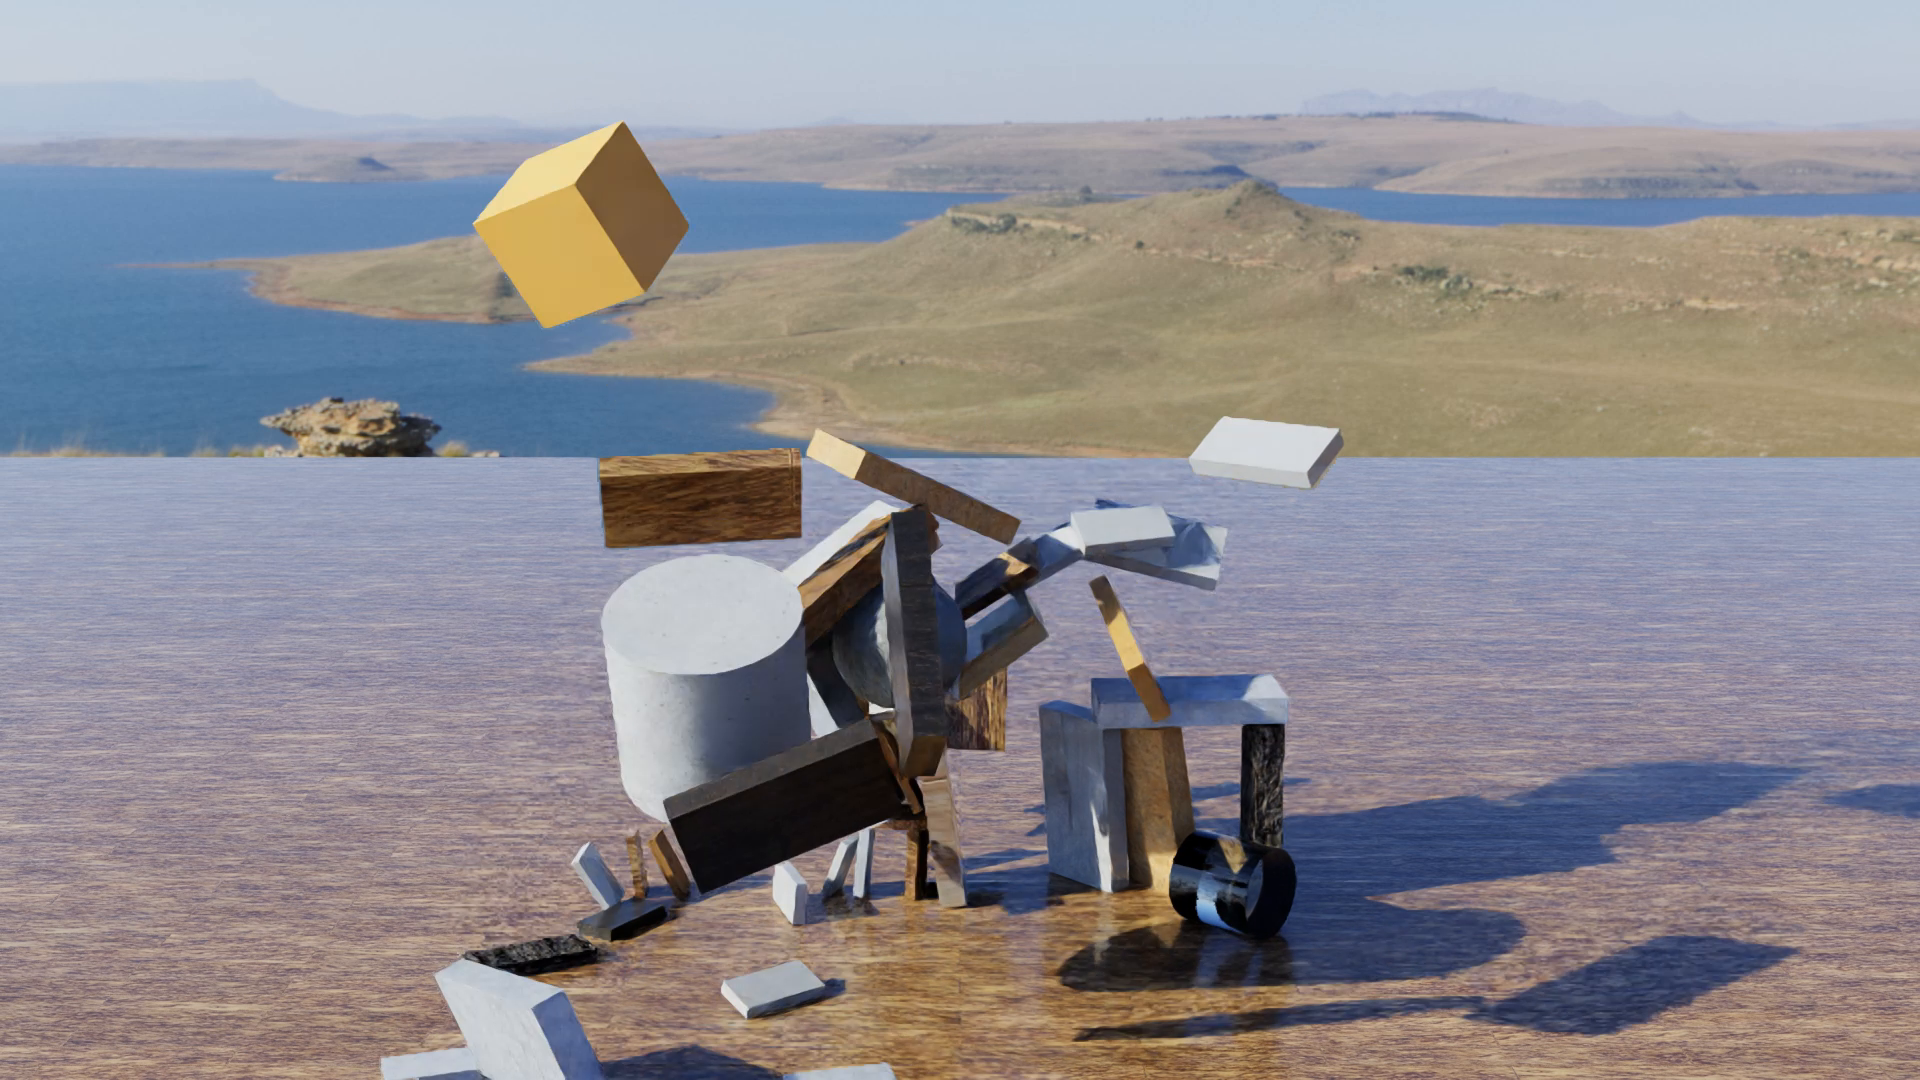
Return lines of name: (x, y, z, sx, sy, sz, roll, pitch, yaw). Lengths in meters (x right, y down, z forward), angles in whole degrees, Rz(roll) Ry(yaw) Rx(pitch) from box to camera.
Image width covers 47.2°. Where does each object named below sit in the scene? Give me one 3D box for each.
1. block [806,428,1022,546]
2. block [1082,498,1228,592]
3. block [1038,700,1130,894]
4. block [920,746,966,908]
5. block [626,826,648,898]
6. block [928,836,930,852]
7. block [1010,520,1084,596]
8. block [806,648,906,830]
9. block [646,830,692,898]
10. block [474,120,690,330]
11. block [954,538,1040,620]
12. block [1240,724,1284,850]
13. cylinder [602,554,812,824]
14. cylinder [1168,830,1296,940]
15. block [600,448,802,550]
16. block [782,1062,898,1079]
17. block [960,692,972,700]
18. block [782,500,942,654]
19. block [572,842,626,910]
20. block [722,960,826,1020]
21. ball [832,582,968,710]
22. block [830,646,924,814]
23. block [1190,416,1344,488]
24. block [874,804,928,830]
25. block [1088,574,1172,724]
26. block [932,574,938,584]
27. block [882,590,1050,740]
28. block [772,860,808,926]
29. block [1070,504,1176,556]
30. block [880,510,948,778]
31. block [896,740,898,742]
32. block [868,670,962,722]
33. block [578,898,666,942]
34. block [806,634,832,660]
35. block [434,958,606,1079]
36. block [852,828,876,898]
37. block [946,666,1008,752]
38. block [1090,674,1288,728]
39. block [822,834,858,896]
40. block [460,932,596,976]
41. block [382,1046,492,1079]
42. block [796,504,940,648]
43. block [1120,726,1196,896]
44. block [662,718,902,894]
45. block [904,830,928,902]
block: (-0.073, -0.084, 3.531, 0.324, 0.046, 0.162, 23, 3, -35)
block: (0.325, 0.007, 3.666, 0.224, 0.032, 0.112, 14, 51, 3)
block: (0.209, 0.430, 3.701, 0.042, 0.300, 0.150, -16, 18, -40)
block: (-0.033, 0.441, 3.642, 0.042, 0.300, 0.150, -8, 10, 1)
block: (-0.537, 0.537, 3.658, 0.015, 0.107, 0.054, -8, 11, 0)
block: (-0.044, 0.510, 3.794, 0.014, 0.050, 0.101, 35, 57, 2)
block: (0.144, 0.026, 3.649, 0.156, 0.022, 0.078, -30, 36, 17)
block: (-0.180, 0.310, 3.597, 0.040, 0.296, 0.141, -24, 10, 23)
block: (-0.484, 0.539, 3.661, 0.015, 0.107, 0.054, -25, 7, 10)
block: (-0.579, -0.484, 3.382, 0.198, 0.198, 0.198, -15, 32, 28)
block: (0.060, 0.065, 3.646, 0.156, 0.022, 0.078, -33, 31, 20)
block: (0.500, 0.438, 3.648, 0.043, 0.304, 0.152, 0, 10, -2)
cylinder: (-0.343, 0.207, 3.020, 0.268, 0.268, 0.268, -1, 35, 0)
cylinder: (0.434, 0.547, 3.502, 0.145, 0.145, 0.145, 9, 14, 40)
block: (-0.396, -0.063, 3.379, 0.302, 0.151, 0.043, -3, 45, -8)
block: (-0.126, 0.739, 2.759, 0.141, 0.040, 0.282, -3, 11, -15)
block: (-0.071, 0.195, 3.739, 0.107, 0.213, 0.030, -12, 38, 24)
block: (-0.202, 0.065, 3.583, 0.324, 0.046, 0.162, -38, 35, -21)
block: (-0.587, 0.550, 3.572, 0.015, 0.107, 0.054, -22, 20, 24)
block: (-0.273, 0.655, 3.211, 0.136, 0.019, 0.068, -9, 31, -39)
ball: (-0.095, 0.158, 3.436, 0.214, 0.214, 0.214, 0, 11, 0)
block: (-0.135, 0.301, 3.613, 0.016, 0.317, 0.058, -25, 6, 9)
block: (0.495, -0.143, 3.557, 0.224, 0.032, 0.112, 9, 46, 40)
block: (-0.117, 0.456, 3.633, 0.123, 0.017, 0.062, 2, 18, -4)
block: (0.275, 0.174, 3.576, 0.032, 0.112, 0.292, -27, 28, 5)
block: (-0.081, 0.088, 3.591, 0.095, 0.014, 0.048, -11, 53, -16)
block: (0.004, 0.204, 3.597, 0.300, 0.042, 0.150, -36, 15, 5)
block: (-0.277, 0.571, 3.579, 0.019, 0.068, 0.136, 3, 9, -19)
block: (0.267, -0.018, 3.608, 0.156, 0.022, 0.078, -6, 46, -15)
block: (-0.059, 0.132, 2.787, 0.043, 0.302, 0.151, -2, -25, -9)
block: (-0.169, 0.322, 3.877, 0.021, 0.072, 0.145, 16, 31, -50)
block: (-0.072, 0.239, 3.528, 0.154, 0.022, 0.077, -16, 46, 25)
block: (-0.541, 0.607, 3.524, 0.068, 0.019, 0.136, 6, 12, 31)
block: (-0.219, 0.154, 3.571, 0.145, 0.021, 0.072, -28, 18, -33)
block: (-0.546, 0.615, 2.731, 0.043, 0.151, 0.445, -27, 8, -27)
block: (-0.158, 0.526, 3.657, 0.017, 0.123, 0.062, 7, 6, 7)
block: (0.030, 0.277, 4.019, 0.107, 0.213, 0.030, 3, -7, -7)
block: (0.375, 0.264, 3.618, 0.304, 0.043, 0.152, -1, 11, -2)
block: (-0.198, 0.541, 3.663, 0.014, 0.101, 0.050, 28, 20, 18)
block: (-0.657, 0.638, 3.352, 0.189, 0.022, 0.078, -6, 12, -28)
block: (-0.693, 0.711, 2.955, 0.157, 0.022, 0.078, -4, 11, -19)
block: (-0.198, 0.077, 3.405, 0.355, 0.046, 0.162, -43, 14, -30)
block: (0.321, 0.435, 3.660, 0.043, 0.304, 0.152, -19, 19, -31)
block: (-0.226, 0.344, 2.834, 0.282, 0.141, 0.040, -21, 38, -7)
block: (-0.071, 0.530, 3.650, 0.017, 0.123, 0.062, 7, 12, 15)
